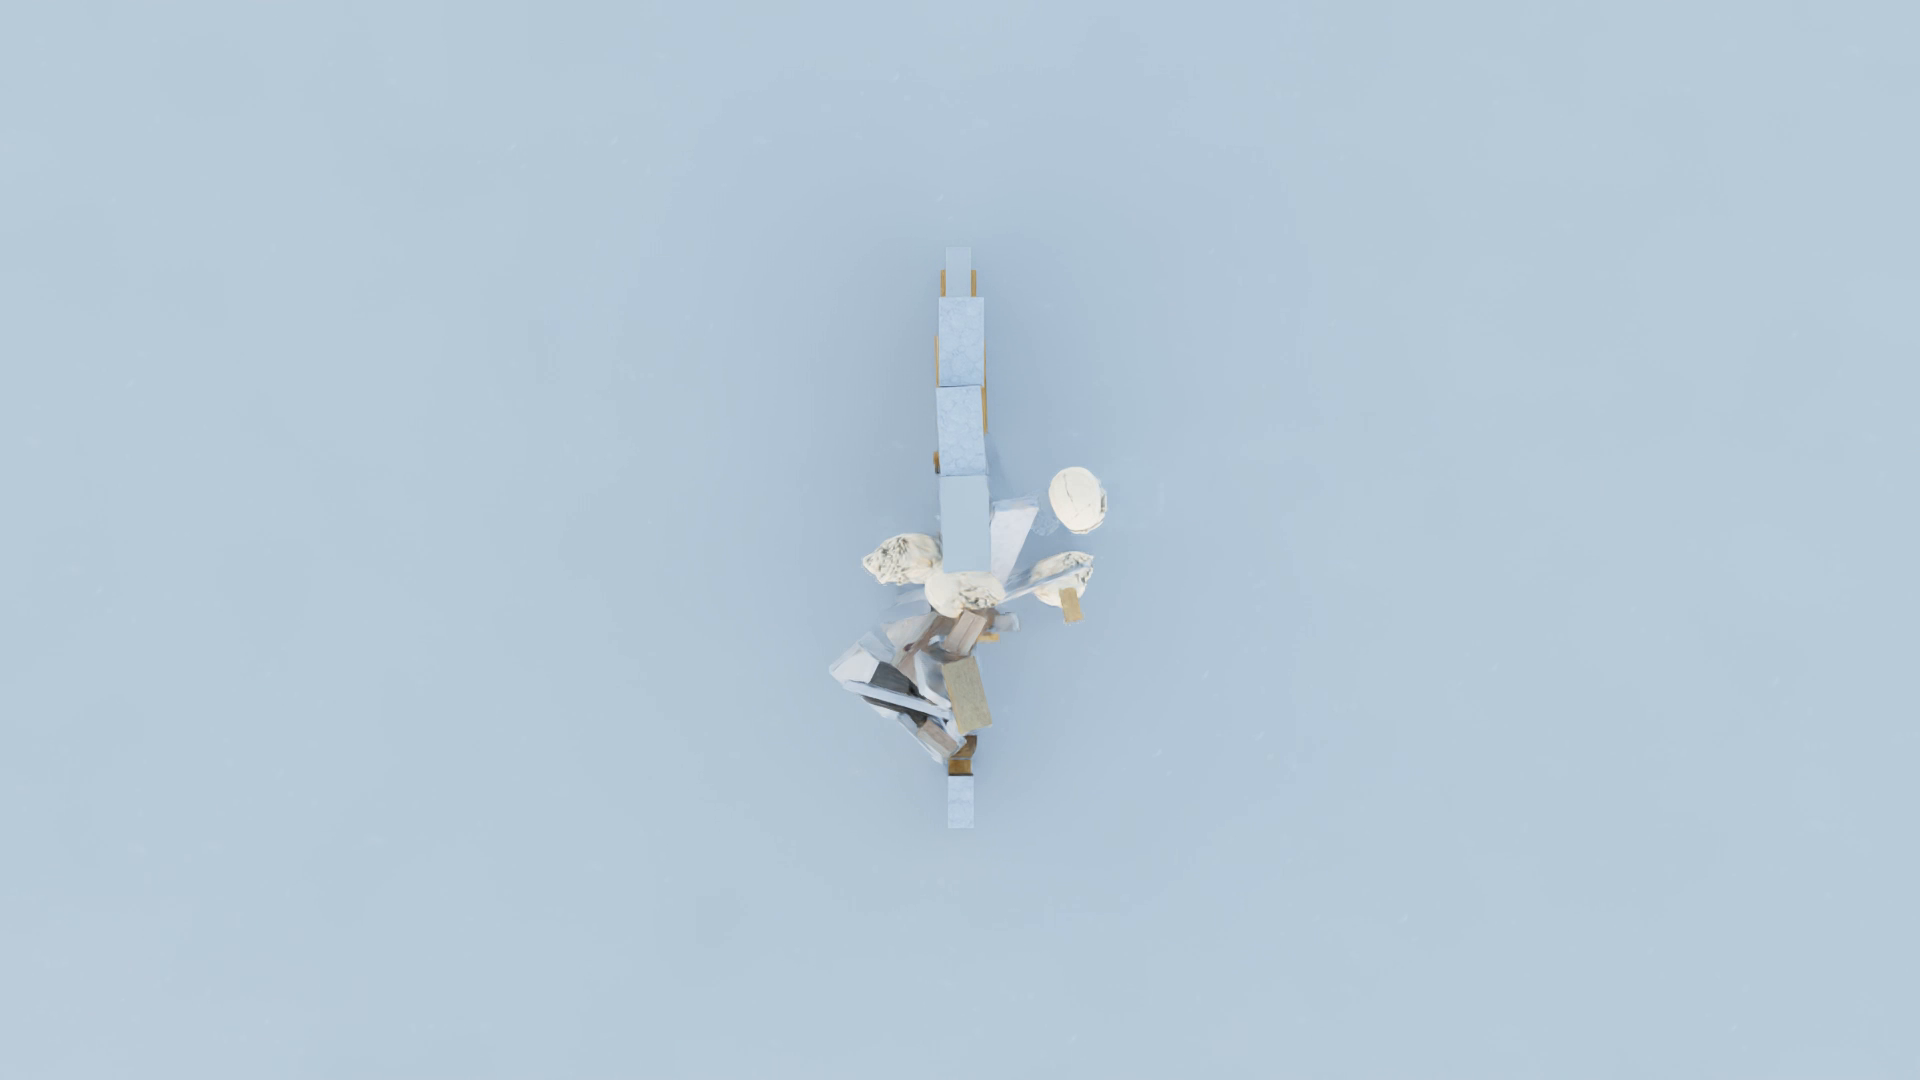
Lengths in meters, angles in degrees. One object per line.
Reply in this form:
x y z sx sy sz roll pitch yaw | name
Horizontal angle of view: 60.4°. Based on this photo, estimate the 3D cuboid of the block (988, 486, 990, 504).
0.018 -0.128 4.634 0.130 0.260 0.037 -3 88 2 | block

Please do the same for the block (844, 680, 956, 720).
-0.163 0.467 4.816 0.366 0.098 0.028 13 88 30 | block

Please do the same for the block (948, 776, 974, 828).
0.003 0.819 5.160 0.081 0.023 0.161 0 90 0 | block

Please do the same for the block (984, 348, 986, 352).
0.005 -0.539 5.041 0.146 0.384 0.041 0 88 0 | block

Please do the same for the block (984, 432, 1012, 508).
0.064 -0.138 4.792 0.160 0.045 0.320 -18 87 -2 | block

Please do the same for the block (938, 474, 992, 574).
0.014 -0.043 4.475 0.130 0.037 0.260 -3 86 -2 | block

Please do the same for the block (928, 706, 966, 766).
-0.044 0.604 5.127 0.037 0.263 0.131 30 73 17 | block

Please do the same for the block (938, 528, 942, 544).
0.011 -0.014 5.339 0.157 0.314 0.044 0 90 -3 | block

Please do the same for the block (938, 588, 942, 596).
0.008 0.192 5.340 0.157 0.314 0.044 5 92 -2 | block

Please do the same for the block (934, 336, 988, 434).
0.003 -0.454 4.828 0.146 0.041 0.292 -2 90 0 | block

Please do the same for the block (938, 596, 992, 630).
0.013 0.219 4.979 0.157 0.315 0.045 2 96 -2 | block

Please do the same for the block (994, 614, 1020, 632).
0.134 0.238 4.733 0.014 0.096 0.048 -5 87 -33 | block

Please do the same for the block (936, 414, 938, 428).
0.005 -0.346 4.995 0.146 0.292 0.041 0 87 0 | block

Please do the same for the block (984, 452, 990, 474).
0.016 -0.215 4.645 0.123 0.246 0.035 -3 86 3 | block

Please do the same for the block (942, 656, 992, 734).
0.019 0.430 4.584 0.098 0.028 0.195 -13 87 -33 | block

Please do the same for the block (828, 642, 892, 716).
-0.283 0.446 5.276 0.131 0.037 0.263 -42 123 9 | block

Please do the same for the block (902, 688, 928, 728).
-0.136 0.505 4.973 0.017 0.118 0.059 7 119 -39 | block

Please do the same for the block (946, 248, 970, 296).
-0.005 -0.822 5.074 0.077 0.022 0.155 0 90 0 | block

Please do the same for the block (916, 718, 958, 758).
-0.068 0.593 4.926 0.118 0.017 0.059 40 85 -11 | block

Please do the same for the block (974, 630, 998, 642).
0.048 0.272 4.690 0.069 0.138 0.020 -2 94 -26 | block

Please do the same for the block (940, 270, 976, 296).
-0.004 -0.744 5.256 0.114 0.032 0.228 0 90 0 | block

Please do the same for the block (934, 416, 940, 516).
-0.003 -0.231 5.164 0.157 0.044 0.314 0 90 0 | block

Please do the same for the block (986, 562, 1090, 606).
0.225 0.134 4.872 0.334 0.048 0.014 -22 75 15 | block

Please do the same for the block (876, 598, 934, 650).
-0.145 0.262 5.031 0.158 0.406 0.045 -13 74 2 | block

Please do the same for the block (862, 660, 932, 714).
-0.158 0.468 5.074 0.263 0.037 0.131 13 66 30 | block

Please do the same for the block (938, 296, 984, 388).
0.004 -0.544 4.543 0.123 0.035 0.247 0 89 0 | block

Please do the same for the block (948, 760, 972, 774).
0.000 0.785 5.343 0.073 0.021 0.147 0 90 0 | block

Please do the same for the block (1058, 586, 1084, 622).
0.317 0.185 4.726 0.048 0.014 0.096 -13 87 -6 | block

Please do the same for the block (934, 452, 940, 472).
0.002 -0.234 4.981 0.160 0.320 0.045 -1 90 -1 | block

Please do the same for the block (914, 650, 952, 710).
-0.076 0.393 4.643 0.098 0.195 0.028 35 109 -22 | block

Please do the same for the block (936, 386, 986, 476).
0.002 -0.295 4.506 0.123 0.035 0.246 -3 88 1 | block

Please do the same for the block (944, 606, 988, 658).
0.015 0.256 4.583 0.069 0.020 0.138 23 116 -13 | block

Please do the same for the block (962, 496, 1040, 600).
0.102 0.040 4.761 0.130 0.503 0.037 -7 59 -19 | block

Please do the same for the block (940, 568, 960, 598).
0.026 0.094 5.160 0.157 0.044 0.314 5 90 -2 | block

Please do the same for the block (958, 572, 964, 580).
0.026 0.130 5.034 0.054 0.015 0.107 -6 79 0 | block

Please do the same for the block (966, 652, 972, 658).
-0.013 0.410 5.381 0.117 0.234 0.033 -11 78 1 | block

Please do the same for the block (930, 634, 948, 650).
-0.040 0.293 4.690 0.069 0.138 0.020 15 78 -9 | block

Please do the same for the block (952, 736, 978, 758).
-0.007 0.675 5.386 0.108 0.217 0.031 -2 93 6 | block

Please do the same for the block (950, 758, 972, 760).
0.000 0.736 5.427 0.073 0.147 0.021 0 90 0 | block

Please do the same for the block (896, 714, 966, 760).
-0.094 0.610 5.296 0.108 0.031 0.217 -43 66 -12 | block

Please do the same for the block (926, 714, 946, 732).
-0.076 0.559 4.961 0.059 0.017 0.118 -14 93 30 | block

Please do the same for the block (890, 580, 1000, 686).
-0.044 0.286 4.788 0.158 0.045 0.315 40 84 2 | block

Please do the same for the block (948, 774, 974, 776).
0.003 0.765 5.252 0.081 0.161 0.023 0 90 0 | block
